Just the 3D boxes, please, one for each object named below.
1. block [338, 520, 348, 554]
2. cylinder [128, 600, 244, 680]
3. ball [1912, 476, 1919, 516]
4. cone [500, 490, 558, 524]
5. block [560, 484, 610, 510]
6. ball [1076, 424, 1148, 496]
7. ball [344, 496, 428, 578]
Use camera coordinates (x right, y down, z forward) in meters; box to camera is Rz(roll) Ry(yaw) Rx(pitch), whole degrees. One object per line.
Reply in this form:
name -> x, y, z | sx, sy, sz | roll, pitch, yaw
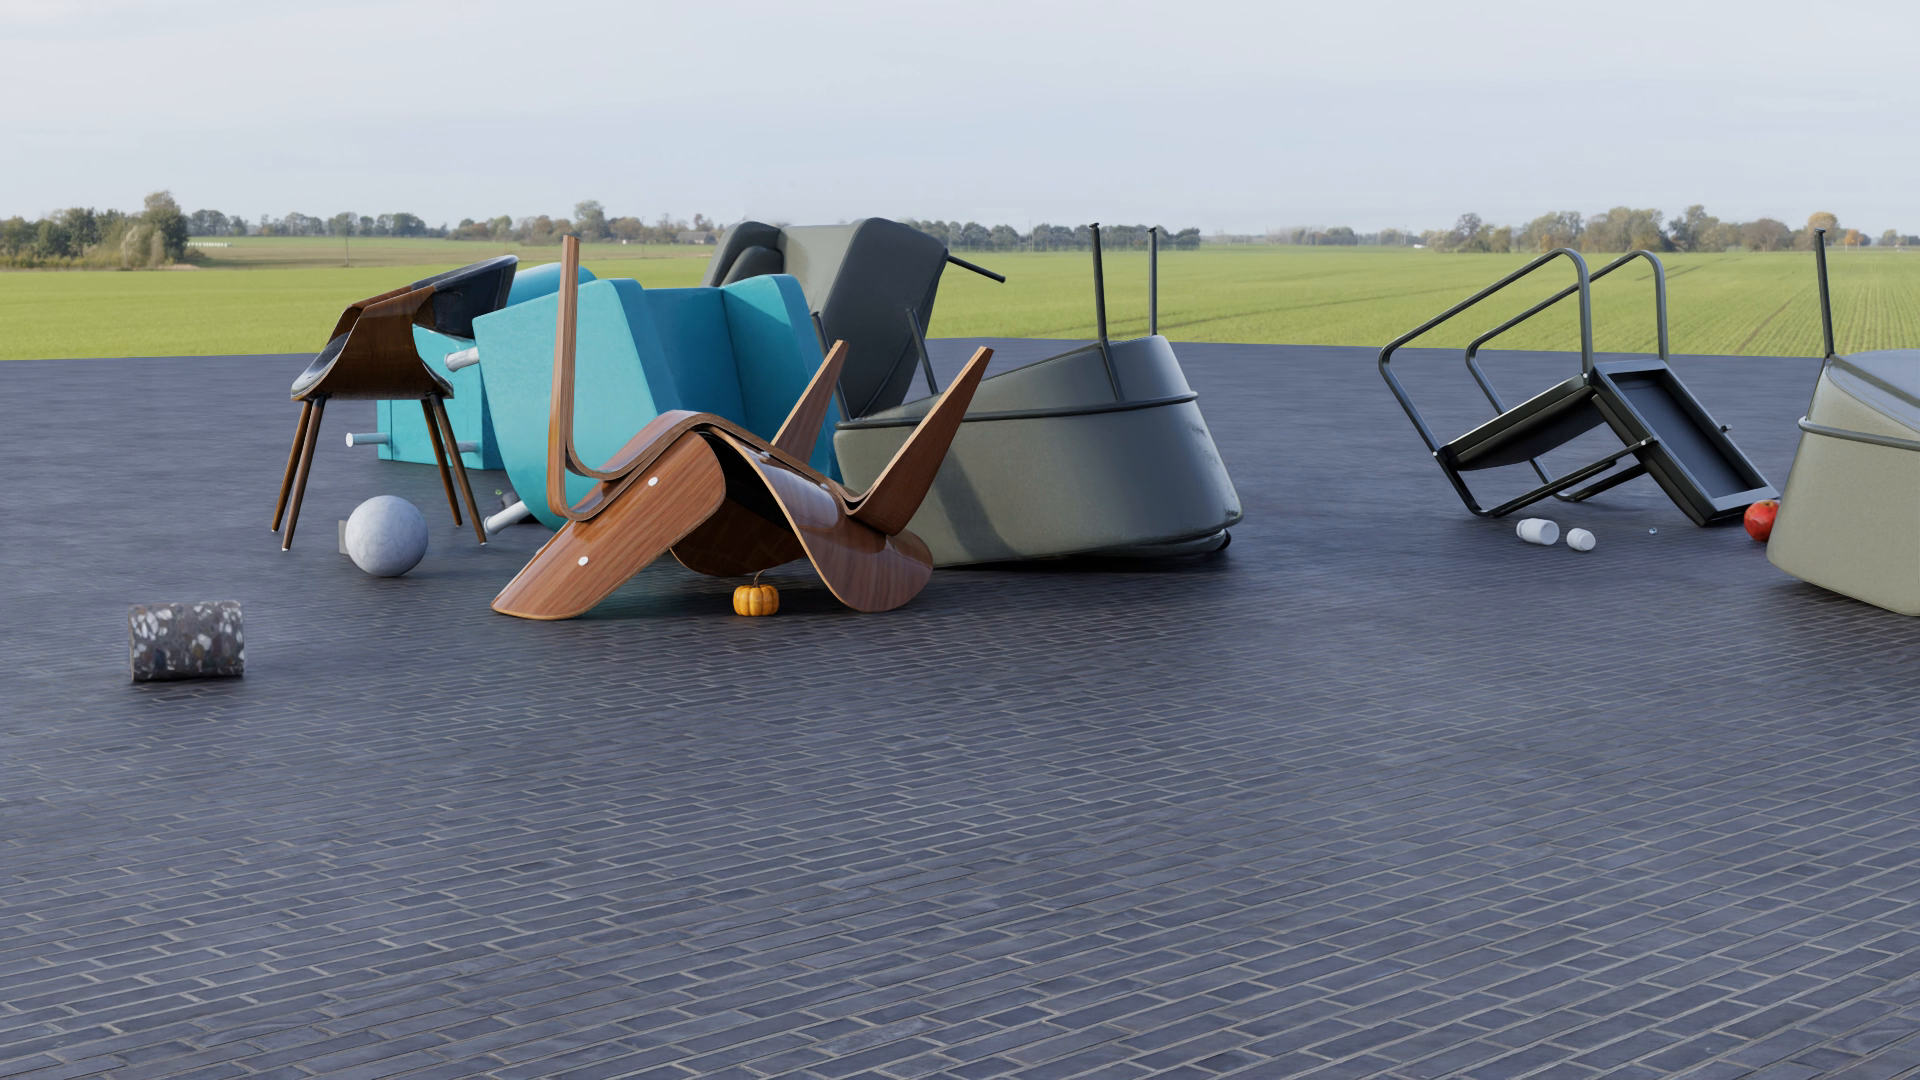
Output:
block -> -1.378, -0.007, 6.101 | 0.131, 0.078, 0.154 | -6, 8, -44
cylinder -> -1.274, 0.165, 4.223 | 0.172, 0.113, 0.134 | -2, 43, -21
ball -> 2.544, -0.112, 6.584 | 0.188, 0.188, 0.188 | 0, 6, 0
cone -> -1.168, -0.067, 6.855 | 0.162, 0.094, 0.095 | 6, 34, 10
block -> -1.062, -0.121, 7.279 | 0.115, 0.064, 0.079 | 2, 6, 20
ball -> 0.454, -0.239, 7.690 | 0.213, 0.213, 0.213 | 0, 6, 0
ball -> -1.255, -0.008, 5.619 | 0.179, 0.179, 0.179 | 0, 6, 0
